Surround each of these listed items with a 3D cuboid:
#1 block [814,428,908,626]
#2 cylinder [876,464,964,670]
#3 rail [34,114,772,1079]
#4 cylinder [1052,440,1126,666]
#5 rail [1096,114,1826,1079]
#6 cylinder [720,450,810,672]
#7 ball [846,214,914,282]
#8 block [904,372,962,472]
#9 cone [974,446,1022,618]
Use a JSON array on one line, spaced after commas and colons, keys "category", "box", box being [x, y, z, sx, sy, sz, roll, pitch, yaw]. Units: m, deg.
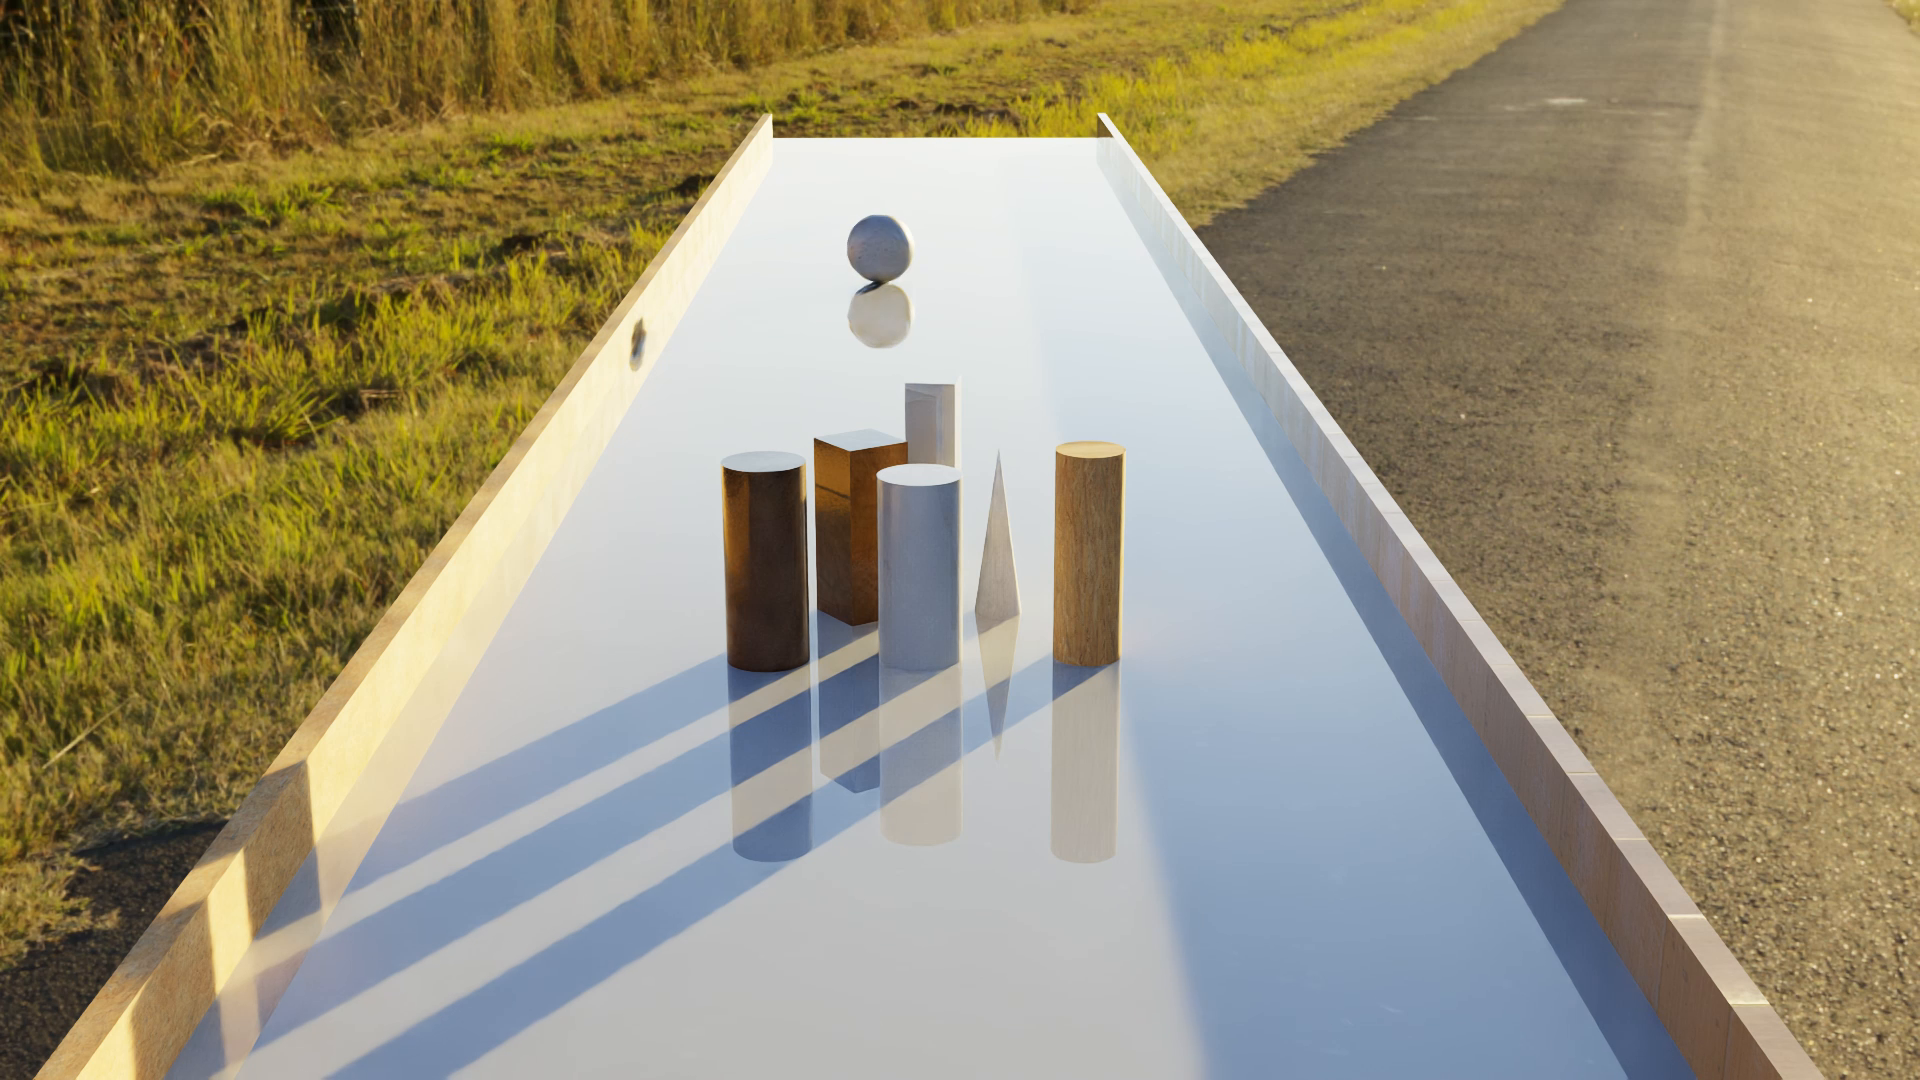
[{"category": "block", "box": [-0.208, -0.029, 4.658, 0.143, 0.379, 0.143, -11, 20, -33]}, {"category": "cylinder", "box": [-0.079, 0.053, 4.385, 0.171, 0.379, 0.171, 0, 17, 0]}, {"category": "rail", "box": [-1.118, -0.838, 7.780, 0.050, 0.150, 12.000, 0, 17, -1]}, {"category": "cylinder", "box": [0.257, 0.027, 4.385, 0.139, 0.428, 0.139, 0, 17, 0]}, {"category": "rail", "box": [0.932, -0.844, 7.801, 0.050, 0.150, 12.000, 0, 17, -1]}, {"category": "cylinder", "box": [-0.385, 0.042, 4.368, 0.166, 0.409, 0.166, 0, 17, 0]}, {"category": "ball", "box": [-0.310, -1.140, 8.590, 0.267, 0.267, 0.267, 0, 17, 0]}, {"category": "block", "box": [-0.058, -0.135, 4.882, 0.109, 0.456, 0.109, 2, 17, 7]}, {"category": "cone", "box": [0.082, -0.022, 4.664, 0.101, 0.364, 0.101, 0, 17, 0]}]
